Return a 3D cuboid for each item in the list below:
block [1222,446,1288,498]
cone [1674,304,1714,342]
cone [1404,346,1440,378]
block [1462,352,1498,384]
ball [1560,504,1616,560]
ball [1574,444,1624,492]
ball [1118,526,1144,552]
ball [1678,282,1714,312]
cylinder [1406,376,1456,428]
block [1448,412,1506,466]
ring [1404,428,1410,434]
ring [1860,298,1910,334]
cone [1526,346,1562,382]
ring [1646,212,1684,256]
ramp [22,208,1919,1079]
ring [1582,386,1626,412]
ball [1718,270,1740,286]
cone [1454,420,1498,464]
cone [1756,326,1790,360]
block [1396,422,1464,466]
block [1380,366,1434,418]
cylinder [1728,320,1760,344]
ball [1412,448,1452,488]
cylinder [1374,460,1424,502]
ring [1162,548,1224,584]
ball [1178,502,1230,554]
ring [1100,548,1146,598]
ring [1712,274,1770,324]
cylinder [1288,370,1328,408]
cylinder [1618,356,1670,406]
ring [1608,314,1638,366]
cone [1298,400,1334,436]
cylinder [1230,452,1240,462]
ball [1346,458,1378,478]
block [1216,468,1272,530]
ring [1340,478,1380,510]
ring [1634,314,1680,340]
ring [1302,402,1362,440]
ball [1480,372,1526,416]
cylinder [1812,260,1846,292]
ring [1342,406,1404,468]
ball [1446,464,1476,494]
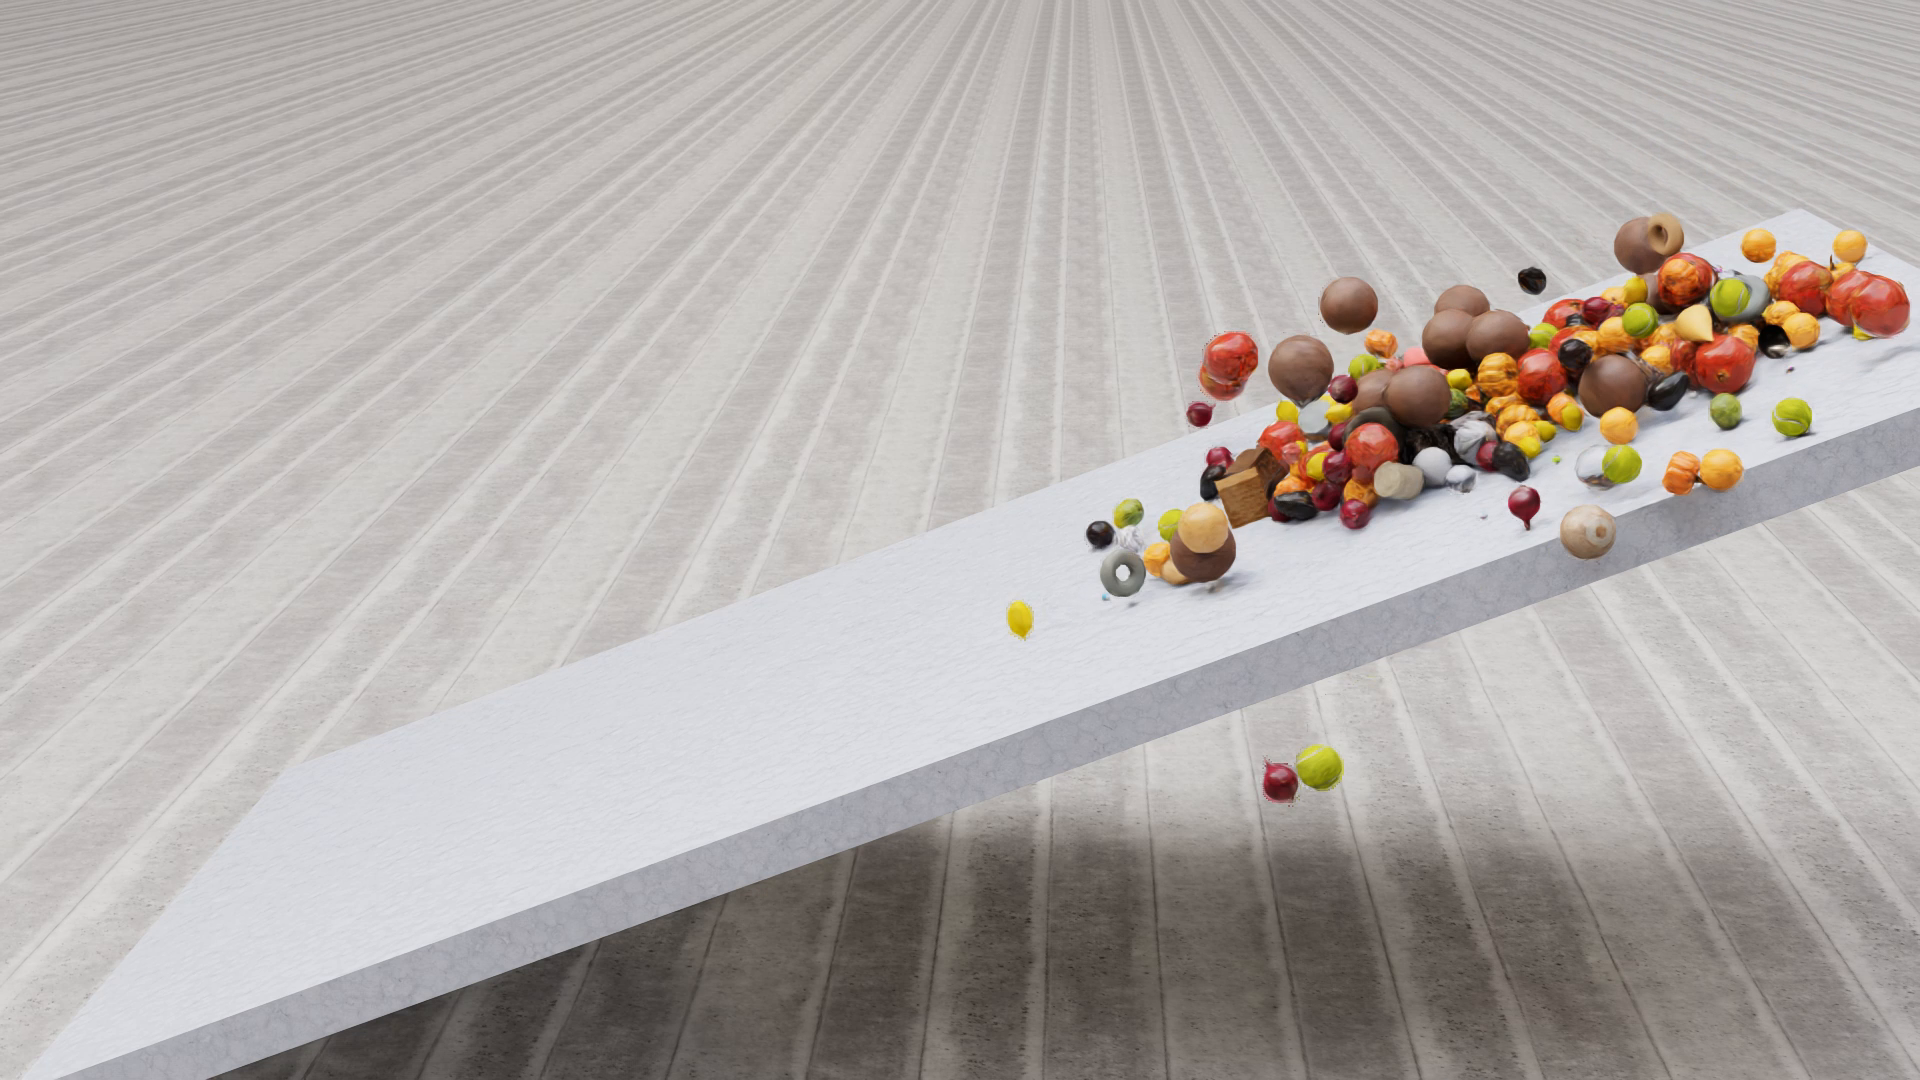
[{"bbox_3d":[0.628,-0.139,6.253,0.080,0.080,0.080,-49,21,-28],"label":"block"},{"bbox_3d":[1.430,-0.400,5.661,0.079,0.079,0.079,-5,33,-19],"label":"cone"},{"bbox_3d":[1.045,-0.404,6.565,0.077,0.077,0.077,-9,-6,-33],"label":"cone"},{"bbox_3d":[1.161,-0.384,6.565,0.051,0.051,0.051,-13,14,35],"label":"block"},{"bbox_3d":[1.082,-0.014,5.066,0.096,0.096,0.096,0,13,0],"label":"ball"},{"bbox_3d":[1.161,-0.131,5.345,0.086,0.086,0.086,0,13,0],"label":"ball"},{"bbox_3d":[0.364,-0.002,6.262,0.057,0.057,0.057,0,13,0],"label":"ball"},{"bbox_3d":[1.588,-0.517,6.334,0.078,0.078,0.078,0,13,0],"label":"ball"},{"bbox_3d":[0.984,-0.279,6.204,0.092,0.092,0.092,-29,32,20],"label":"cylinder"},{"bbox_3d":[1.030,-0.204,5.913,0.082,0.082,0.082,-25,12,-16],"label":"block"},{"bbox_3d":[0.923,-0.214,6.279,0.089,0.030,0.089,-23,14,6],"label":"ring"},{"bbox_3d":[1.773,-0.429,5.640,0.094,0.031,0.094,2,42,-2],"label":"ring"},{"bbox_3d":[1.189,-0.348,6.049,0.069,0.069,0.069,-46,23,-4],"label":"cone"},{"bbox_3d":[1.516,-0.657,6.321,0.033,0.098,0.098,-24,23,-26],"label":"ring"},{"bbox_3d":[0.120,0.175,6.293,4.000,0.100,2.000,-20,12,7],"label":"ramp"},{"bbox_3d":[1.299,-0.286,5.929,0.094,0.031,0.094,-20,12,4],"label":"ring"},{"bbox_3d":[1.611,-0.538,6.143,0.053,0.053,0.053,0,13,0],"label":"ball"},{"bbox_3d":[1.027,-0.200,5.801,0.090,0.090,0.090,0,-7,-1],"label":"cone"},{"bbox_3d":[1.575,-0.380,5.757,0.068,0.068,0.068,-4,-7,-15],"label":"cone"},{"bbox_3d":[0.940,-0.175,5.913,0.092,0.092,0.092,-24,11,-17],"label":"block"},{"bbox_3d":[0.928,-0.307,6.106,0.071,0.071,0.071,-39,0,25],"label":"block"},{"bbox_3d":[1.599,-0.435,6.005,0.054,0.054,0.054,-21,12,5],"label":"cylinder"},{"bbox_3d":[0.935,-0.144,5.821,0.080,0.080,0.080,0,13,0],"label":"ball"},{"bbox_3d":[0.858,-0.116,5.752,0.069,0.069,0.069,17,2,-35],"label":"cylinder"},{"bbox_3d":[0.466,0.049,5.883,0.134,0.045,0.134,-20,12,4],"label":"ring"},{"bbox_3d":[0.464,-0.023,5.610,0.098,0.098,0.098,0,13,0],"label":"ball"},{"bbox_3d":[0.323,0.066,5.836,0.097,0.097,0.032,-6,3,-23],"label":"ring"},{"bbox_3d":[1.552,-0.478,5.841,0.115,0.115,0.038,11,-27,39],"label":"ring"},{"bbox_3d":[0.825,-0.358,6.979,0.070,0.070,0.070,10,33,37],"label":"cylinder"},{"bbox_3d":[1.345,-0.312,5.786,0.073,0.073,0.073,32,14,-3],"label":"cylinder"},{"bbox_3d":[1.380,-0.417,6.130,0.037,0.112,0.112,22,18,9],"label":"ring"},{"bbox_3d":[0.804,-0.250,6.498,0.087,0.087,0.087,14,-20,45],"label":"cone"},{"bbox_3d":[0.632,-0.164,6.484,0.060,0.060,0.060,-17,5,1],"label":"cylinder"},{"bbox_3d":[0.840,-0.168,6.094,0.083,0.083,0.083,0,13,0],"label":"ball"},{"bbox_3d":[0.594,-0.088,6.156,0.090,0.090,0.090,-21,12,6],"label":"block"},{"bbox_3d":[0.808,-0.093,5.927,0.094,0.031,0.094,-30,11,6],"label":"ring"},{"bbox_3d":[1.491,-0.451,6.243,0.129,0.043,0.129,-5,11,1],"label":"ring"},{"bbox_3d":[0.838,-0.267,6.624,0.146,0.049,0.146,-21,13,5],"label":"ring"},{"bbox_3d":[1.123,-0.303,6.085,0.093,0.093,0.093,0,13,0],"label":"ball"},{"bbox_3d":[1.815,-0.551,6.145,0.050,0.050,0.050,-28,2,24],"label":"cylinder"},{"bbox_3d":[0.831,-0.207,5.910,0.135,0.135,0.045,12,-20,42],"label":"ring"},{"bbox_3d":[0.970,-0.118,5.695,0.058,0.058,0.058,0,13,0],"label":"ball"}]
